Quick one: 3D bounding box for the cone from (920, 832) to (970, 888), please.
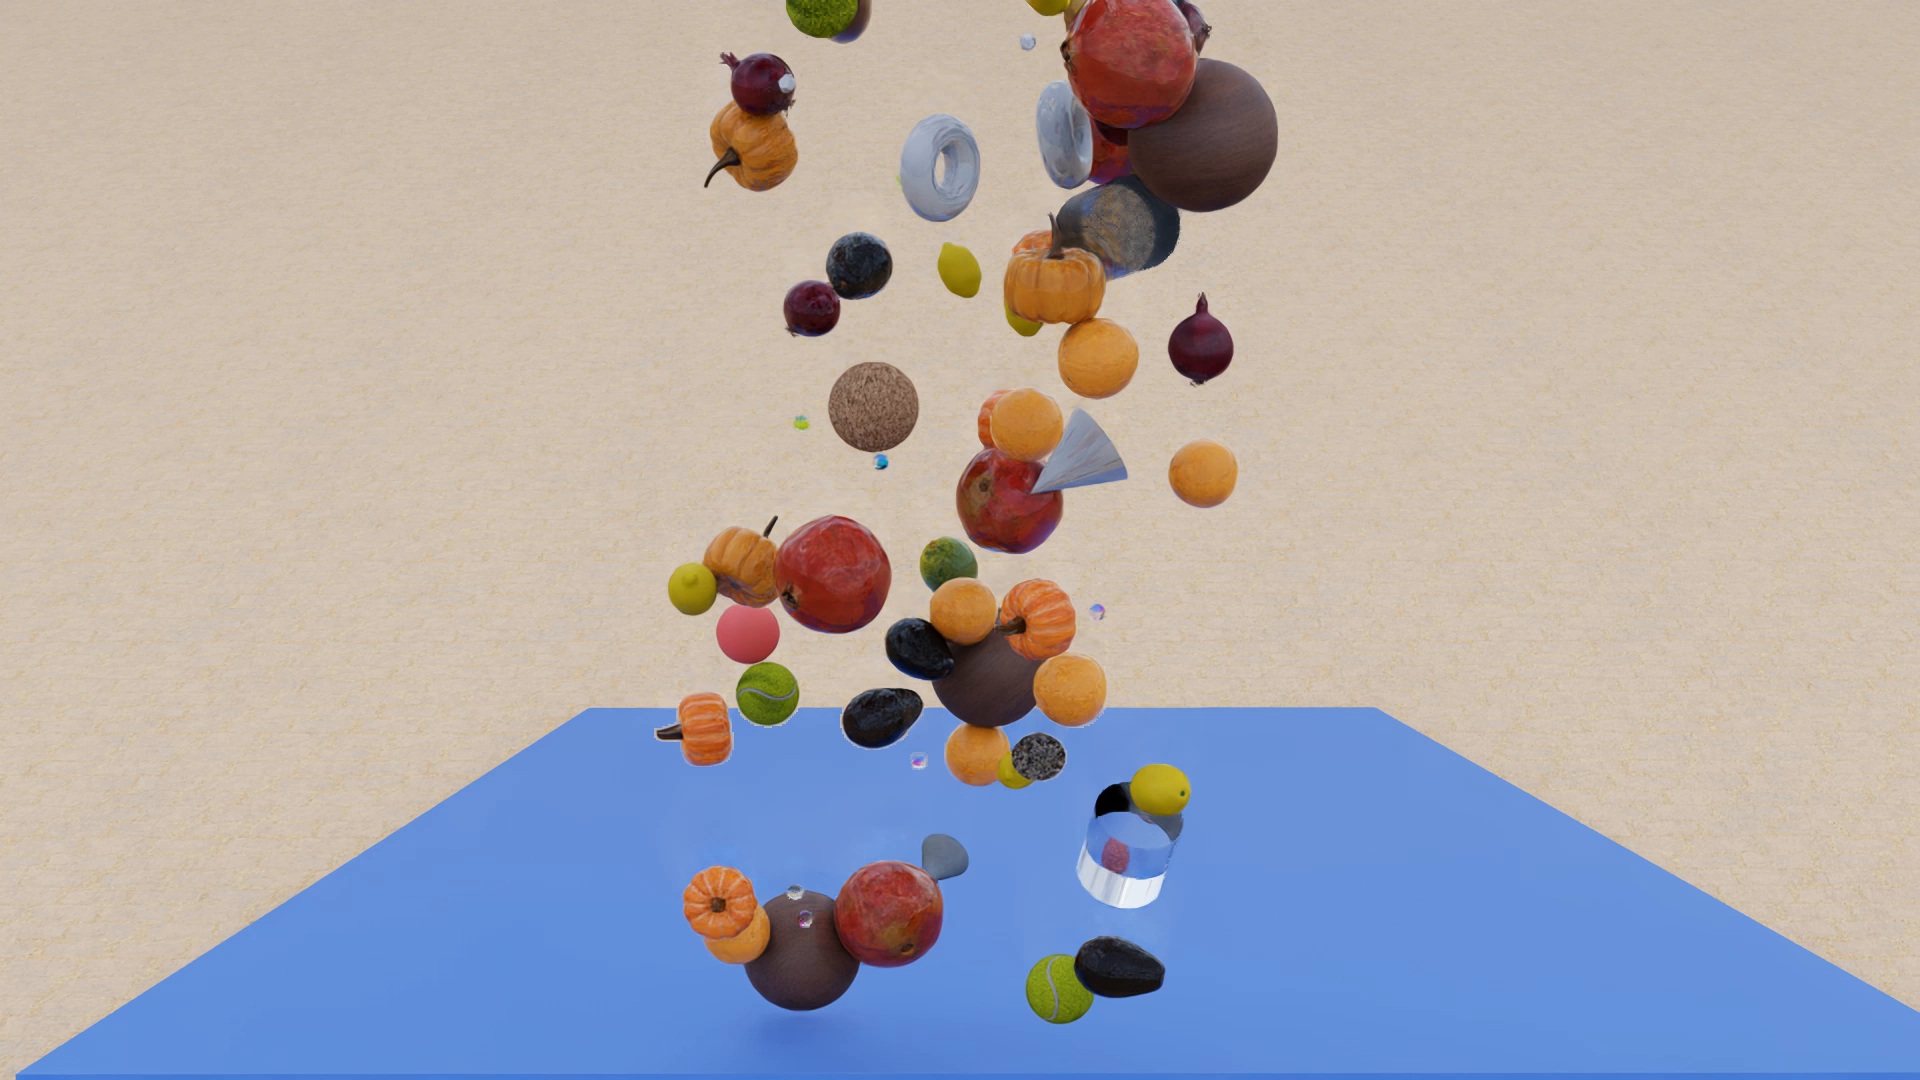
[{"bbox_3d":[-0.028,0.365,2.859,0.058,0.058,0.058,16,51,30],"label":"cone"}]

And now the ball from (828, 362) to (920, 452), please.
[{"bbox_3d":[-0.090,-0.138,2.676,0.094,0.094,0.094,0,26,0],"label":"ball"}]

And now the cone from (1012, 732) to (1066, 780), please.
[{"bbox_3d":[0.080,0.207,2.613,0.054,0.054,0.054,1,25,1],"label":"cone"}]

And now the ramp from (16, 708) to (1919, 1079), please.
[{"bbox_3d":[0.058,0.528,4.565,2.000,0.100,4.000,0,1,0],"label":"ramp"}]

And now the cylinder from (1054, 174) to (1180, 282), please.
[{"bbox_3d":[0.150,-0.299,2.480,0.091,0.091,0.091,-11,2,-22],"label":"cylinder"}]

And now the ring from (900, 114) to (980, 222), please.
[{"bbox_3d":[-0.017,-0.312,2.164,0.030,0.091,0.091,11,27,37],"label":"ring"}]

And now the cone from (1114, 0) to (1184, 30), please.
[{"bbox_3d":[0.167,-0.449,2.181,0.067,0.067,0.067,-6,66,12],"label":"cone"}]

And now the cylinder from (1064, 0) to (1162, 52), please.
[{"bbox_3d":[0.154,-0.531,2.575,0.079,0.079,0.079,-2,23,23],"label":"cylinder"}]

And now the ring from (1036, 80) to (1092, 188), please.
[{"bbox_3d":[0.094,-0.364,2.318,0.033,0.098,0.098,-5,23,18],"label":"ring"}]

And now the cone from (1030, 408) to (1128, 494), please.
[{"bbox_3d":[0.106,-0.072,2.600,0.090,0.090,0.090,-36,35,-8],"label":"cone"}]

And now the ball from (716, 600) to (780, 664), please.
[{"bbox_3d":[-0.234,0.102,2.851,0.070,0.070,0.070,0,26,0],"label":"ball"}]

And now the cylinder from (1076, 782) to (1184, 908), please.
[{"bbox_3d":[0.176,0.316,2.675,0.093,0.093,0.093,8,41,-7],"label":"cylinder"}]

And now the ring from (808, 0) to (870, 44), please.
[{"bbox_3d":[-0.125,-0.560,2.535,0.048,0.144,0.144,-14,28,-10],"label":"ring"}]
